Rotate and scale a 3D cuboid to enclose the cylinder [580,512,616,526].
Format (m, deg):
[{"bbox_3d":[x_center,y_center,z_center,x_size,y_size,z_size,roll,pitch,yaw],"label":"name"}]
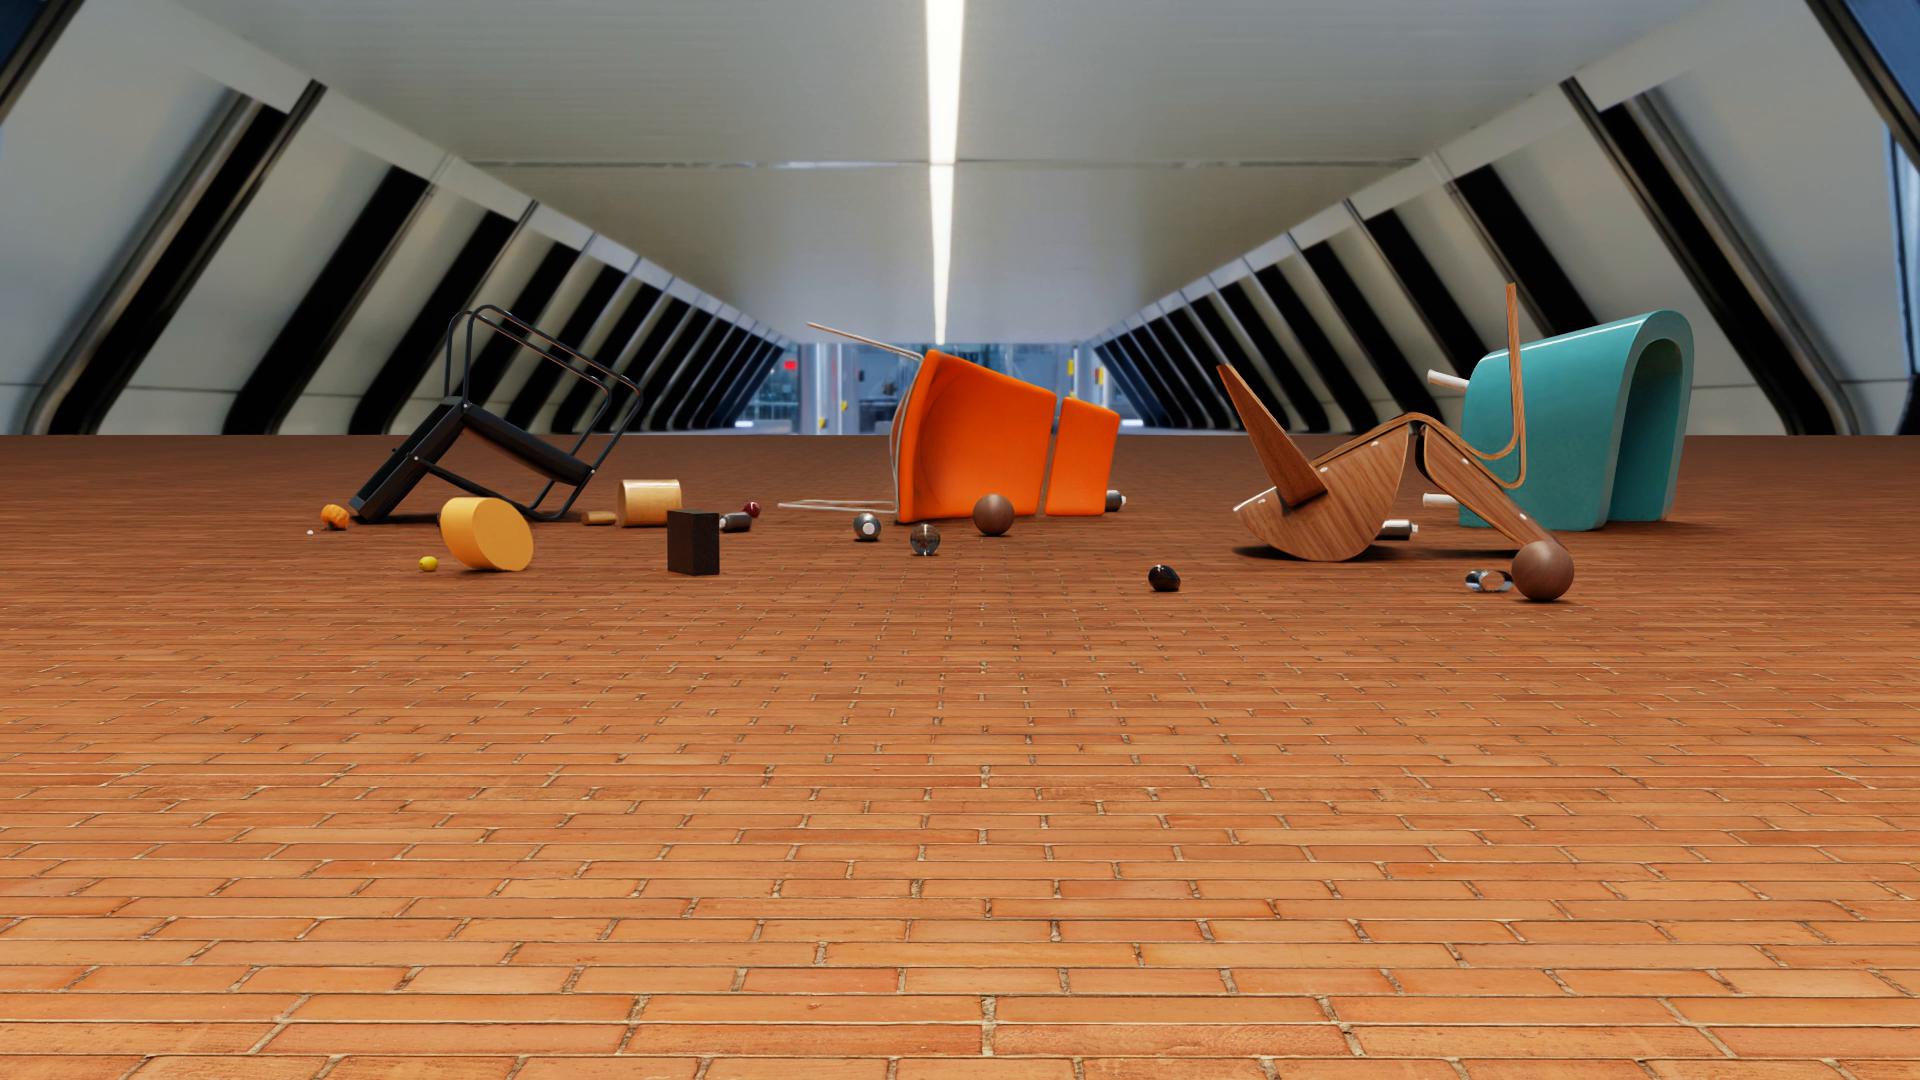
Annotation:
[{"bbox_3d":[-1.193,-0.071,7.257,0.093,0.043,0.082,-2,12,-31],"label":"cylinder"}]

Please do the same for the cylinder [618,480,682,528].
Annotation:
[{"bbox_3d":[-1.013,-0.120,7.174,0.180,0.152,0.185,-1,17,-17],"label":"cylinder"}]

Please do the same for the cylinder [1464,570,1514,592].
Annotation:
[{"bbox_3d":[1.174,0.091,4.880,0.091,0.047,0.056,-5,6,-25],"label":"cylinder"}]

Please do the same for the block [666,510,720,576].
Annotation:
[{"bbox_3d":[-0.653,0.005,5.377,0.068,0.150,0.169,-2,4,-29],"label":"block"}]

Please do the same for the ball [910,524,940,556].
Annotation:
[{"bbox_3d":[-0.094,-0.001,5.951,0.083,0.083,0.083,0,4,0],"label":"ball"}]

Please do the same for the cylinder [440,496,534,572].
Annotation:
[{"bbox_3d":[-1.165,-0.015,5.418,0.111,0.153,0.228,3,-33,34],"label":"cylinder"}]
